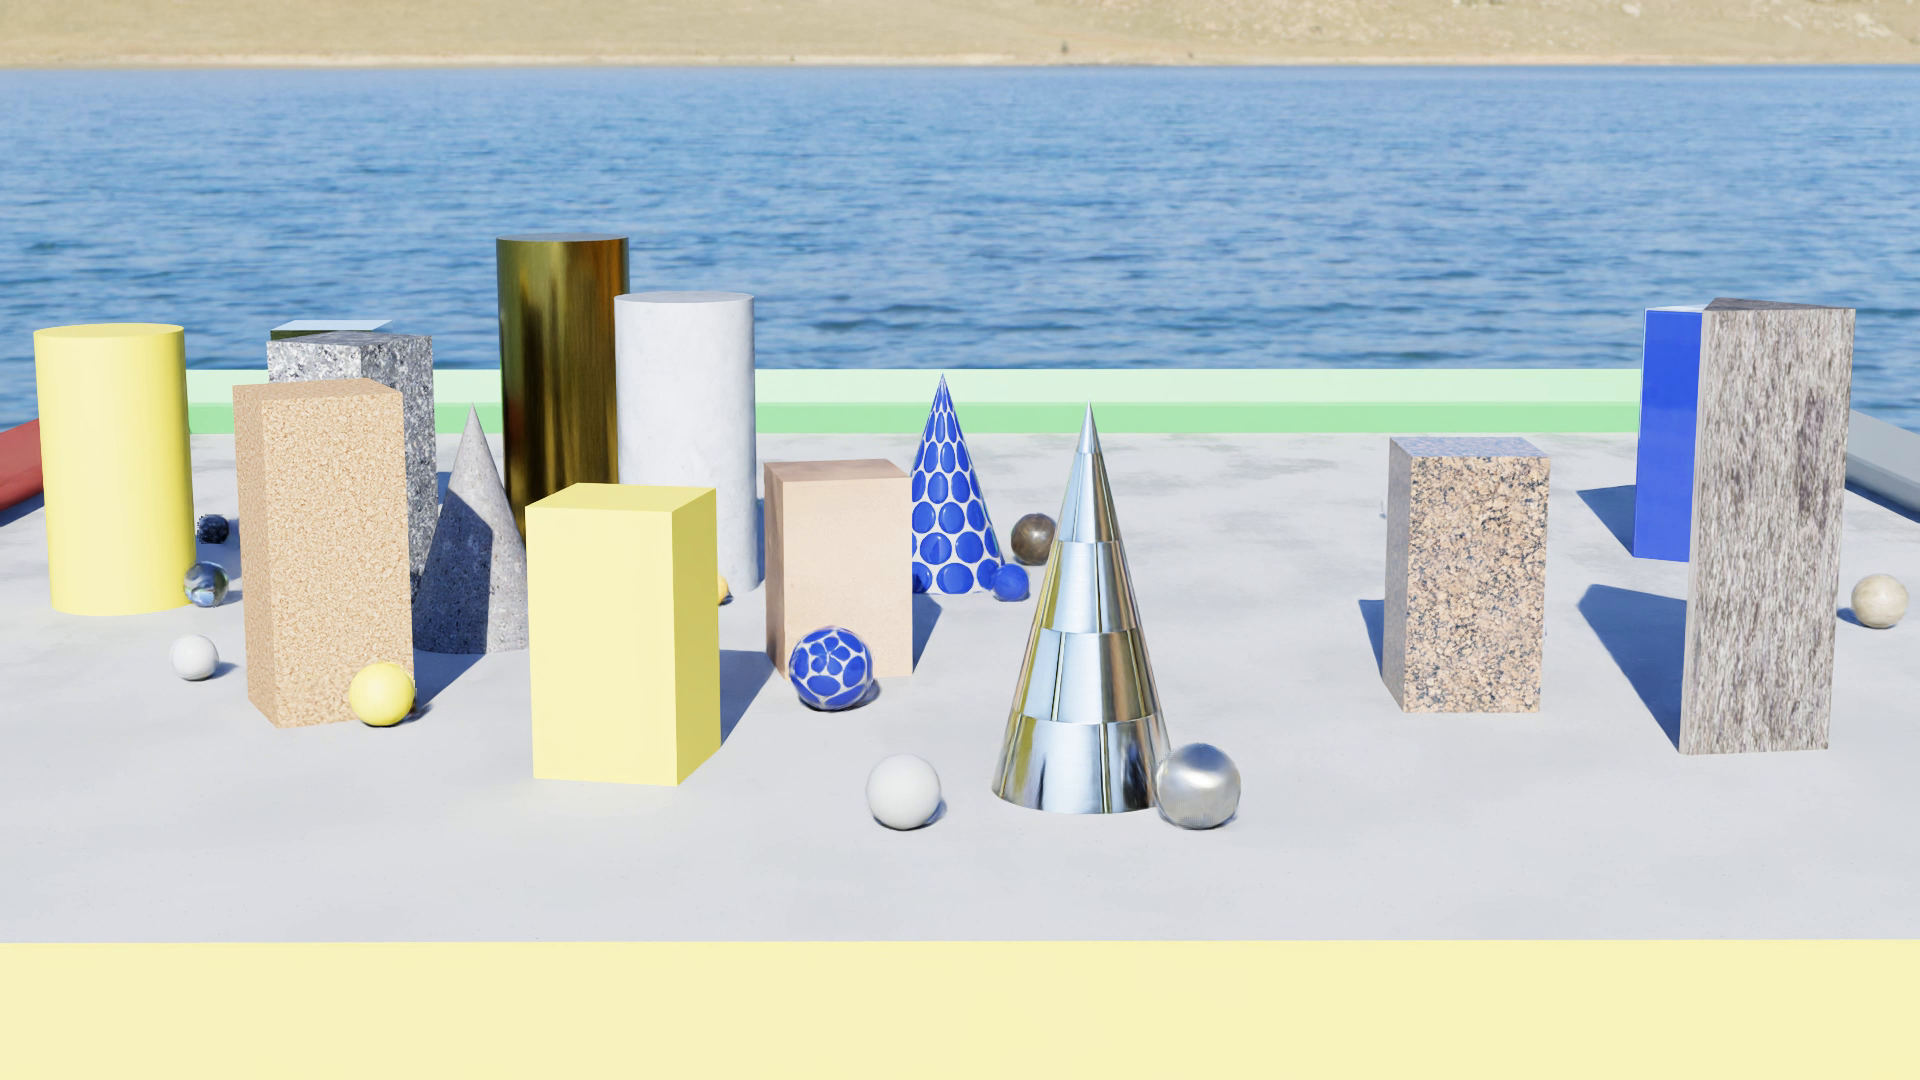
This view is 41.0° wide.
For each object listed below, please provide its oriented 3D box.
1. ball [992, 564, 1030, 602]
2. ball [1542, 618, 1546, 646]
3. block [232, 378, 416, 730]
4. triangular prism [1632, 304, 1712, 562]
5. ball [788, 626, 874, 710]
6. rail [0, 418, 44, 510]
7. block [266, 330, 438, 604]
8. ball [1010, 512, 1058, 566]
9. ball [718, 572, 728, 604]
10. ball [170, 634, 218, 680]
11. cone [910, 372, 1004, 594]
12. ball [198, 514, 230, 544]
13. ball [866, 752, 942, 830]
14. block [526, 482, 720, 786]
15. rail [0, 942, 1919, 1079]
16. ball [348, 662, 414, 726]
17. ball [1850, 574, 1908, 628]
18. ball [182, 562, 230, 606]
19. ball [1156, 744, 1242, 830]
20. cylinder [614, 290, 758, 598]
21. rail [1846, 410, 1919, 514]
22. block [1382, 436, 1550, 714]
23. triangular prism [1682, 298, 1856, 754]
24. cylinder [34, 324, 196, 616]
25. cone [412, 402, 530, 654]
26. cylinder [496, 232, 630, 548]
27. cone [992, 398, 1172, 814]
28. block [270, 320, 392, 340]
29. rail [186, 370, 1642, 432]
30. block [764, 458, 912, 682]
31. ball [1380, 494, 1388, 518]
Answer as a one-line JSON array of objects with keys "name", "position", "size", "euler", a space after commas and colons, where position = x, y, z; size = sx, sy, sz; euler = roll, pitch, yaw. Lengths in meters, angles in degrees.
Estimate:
[{"name": "ball", "position": [0.070, 0.058, 3.516], "size": [0.052, 0.052, 0.052], "euler": [0, 11, 0]}, {"name": "ball", "position": [0.666, 0.109, 3.126], "size": [0.095, 0.095, 0.095], "euler": [0, 11, 0]}, {"name": "block", "position": [-0.722, 0.011, 2.911], "size": [0.154, 0.366, 0.154], "euler": [-5, 12, -27]}, {"name": "triangular prism", "position": [1.113, -0.161, 3.823], "size": [0.167, 0.371, 0.145], "euler": [6, 12, 29]}, {"name": "ball", "position": [-0.147, 0.146, 2.922], "size": [0.096, 0.096, 0.096], "euler": [0, 11, 0]}, {"name": "rail", "position": [-1.553, 0.034, 3.440], "size": [0.045, 0.125, 3.382], "euler": [0, 11, 0]}, {"name": "block", "position": [-0.822, -0.094, 3.491], "size": [0.154, 0.361, 0.154], "euler": [5, 12, 25]}, {"name": "ball", "position": [0.112, -0.001, 3.766], "size": [0.077, 0.077, 0.077], "euler": [0, 11, 0]}, {"name": "ball", "position": [-0.339, 0.066, 3.482], "size": [0.049, 0.049, 0.049], "euler": [0, 11, 0]}, {"name": "ball", "position": [-0.914, 0.141, 3.065], "size": [0.055, 0.055, 0.055], "euler": [0, 11, 0]}, {"name": "cone", "position": [-0.024, -0.089, 3.631], "size": [0.193, 0.299, 0.193], "euler": [0, 11, 0]}, {"name": "ball", "position": [-1.144, -0.016, 3.934], "size": [0.046, 0.046, 0.046], "euler": [0, 11, 0]}, {"name": "ball", "position": [-0.054, 0.242, 2.471], "size": [0.073, 0.073, 0.073], "euler": [0, 11, 0]}, {"name": "block", "position": [-0.349, 0.095, 2.682], "size": [0.154, 0.284, 0.154], "euler": [2, 11, 11]}, {"name": "rail", "position": [0.010, 0.337, 1.810], "size": [3.154, 0.125, 0.045], "euler": [0, 11, 0]}, {"name": "ball", "position": [-0.643, 0.172, 2.853], "size": [0.071, 0.071, 0.071], "euler": [0, 11, 0]}, {"name": "ball", "position": [1.200, 0.079, 3.349], "size": [0.072, 0.072, 0.072], "euler": [0, 11, 0]}, {"name": "ball", "position": [-1.023, 0.060, 3.480], "size": [0.062, 0.062, 0.062], "euler": [0, 11, 0]}, {"name": "ball", "position": [0.230, 0.237, 2.471], "size": [0.082, 0.082, 0.082], "euler": [0, 11, 0]}, {"name": "cylinder", "position": [-0.381, -0.135, 3.581], "size": [0.193, 0.408, 0.193], "euler": [0, 11, 0]}, {"name": "rail", "position": [1.553, 0.031, 3.458], "size": [0.045, 0.125, 3.382], "euler": [0, 11, 0]}, {"name": "block", "position": [0.581, 0.038, 2.963], "size": [0.154, 0.294, 0.154], "euler": [0, 11, 0]}, {"name": "triangular prism", "position": [0.842, -0.019, 2.778], "size": [0.167, 0.474, 0.145], "euler": [-2, 11, -9]}, {"name": "cylinder", "position": [-1.145, -0.099, 3.487], "size": [0.193, 0.372, 0.193], "euler": [0, 11, 0]}, {"name": "cone", "position": [-0.616, -0.026, 3.270], "size": [0.193, 0.307, 0.193], "euler": [0, 11, 0]}, {"name": "cylinder", "position": [-0.583, -0.211, 3.806], "size": [0.193, 0.475, 0.193], "euler": [0, 11, 0]}, {"name": "cone", "position": [0.128, 0.055, 2.579], "size": [0.193, 0.401, 0.193], "euler": [0, 11, 0]}, {"name": "block", "position": [-0.976, -0.174, 4.019], "size": [0.154, 0.325, 0.154], "euler": [0, 11, -1]}, {"name": "rail", "position": [-0.010, -0.272, 5.088], "size": [3.154, 0.125, 0.045], "euler": [0, 11, 0]}, {"name": "block", "position": [-0.150, 0.034, 3.128], "size": [0.154, 0.242, 0.154], "euler": [-2, 11, -13]}, {"name": "ball", "position": [0.702, -0.055, 4.146], "size": [0.044, 0.044, 0.044], "euler": [0, 11, 0]}]
